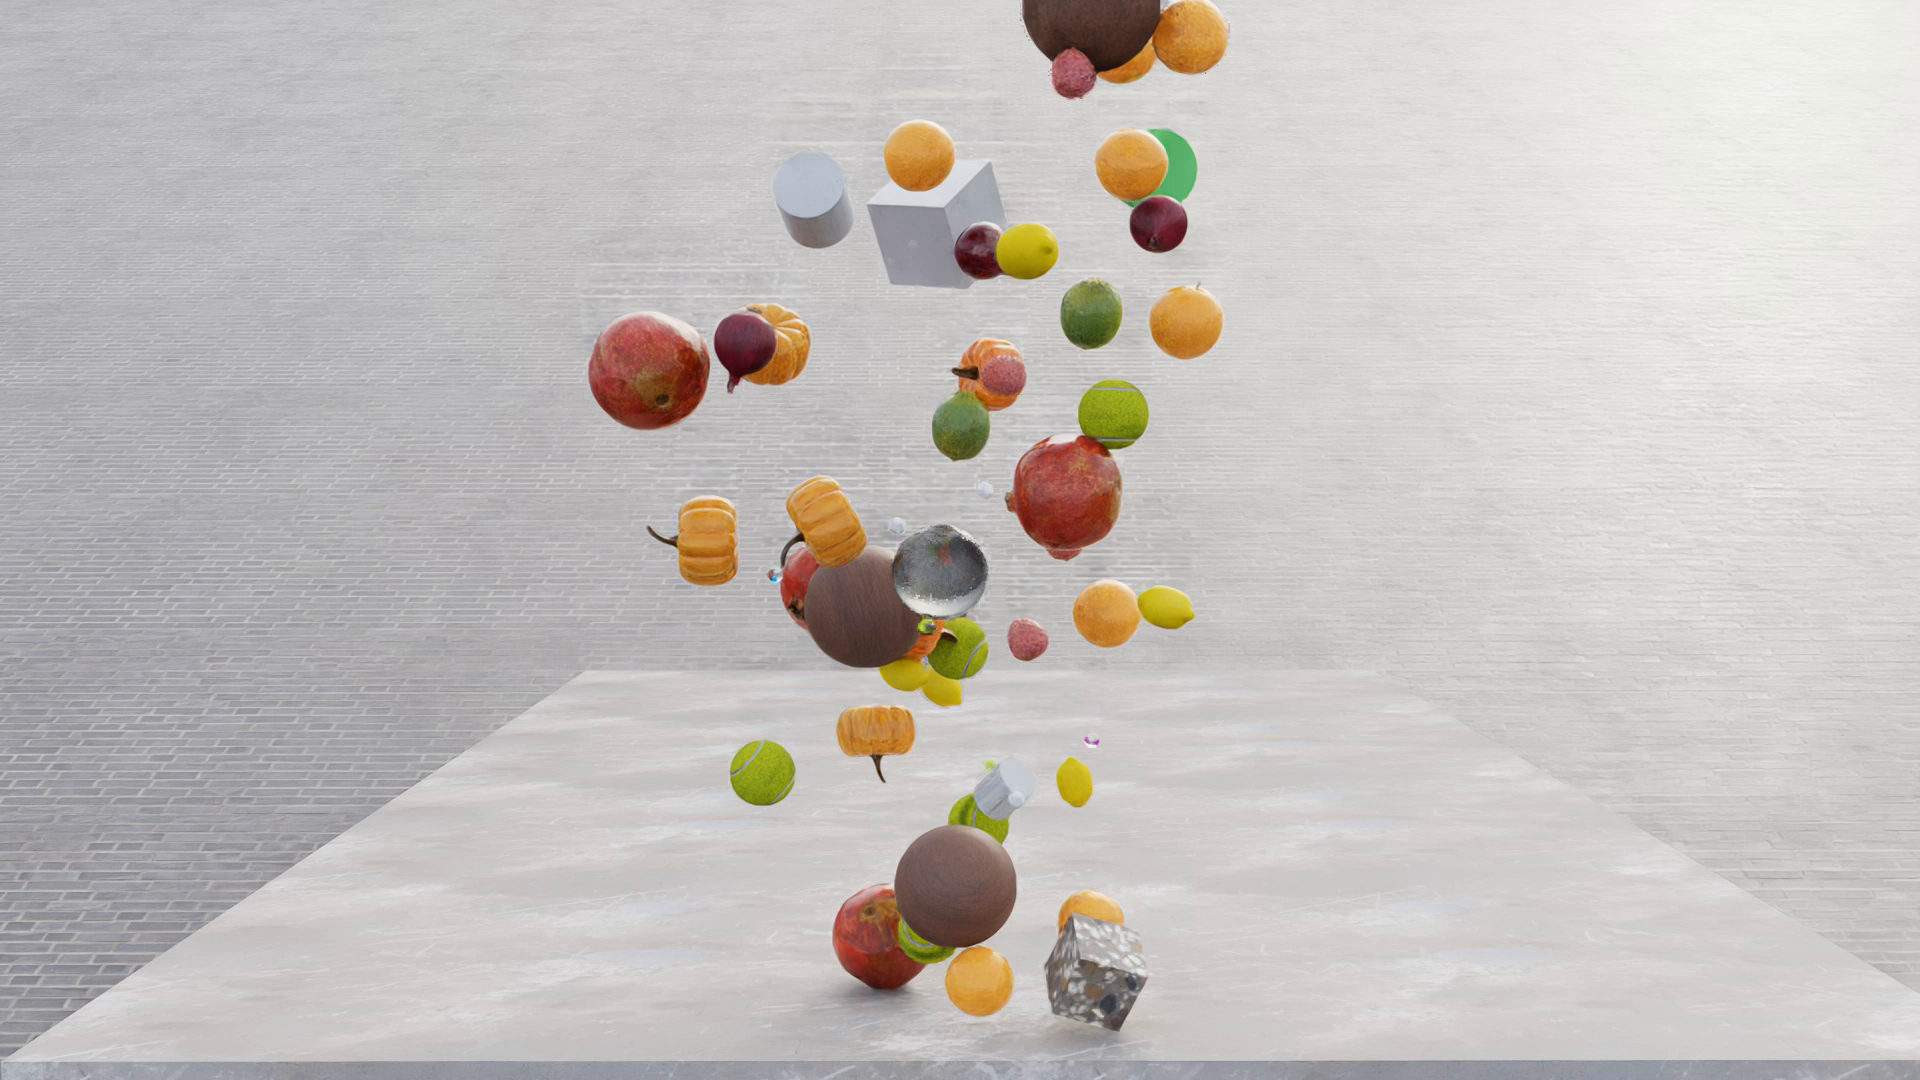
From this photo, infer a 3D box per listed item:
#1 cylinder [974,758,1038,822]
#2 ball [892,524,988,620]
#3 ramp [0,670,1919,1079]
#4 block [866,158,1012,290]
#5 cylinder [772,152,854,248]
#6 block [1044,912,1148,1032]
[{"bbox_3d":[0.050,0.276,2.846,0.051,0.051,0.051,26,39,-23],"label":"cylinder"},{"bbox_3d":[-0.019,0.032,2.518,0.095,0.095,0.095,0,23,0],"label":"ball"},{"bbox_3d":[0.052,0.472,4.536,2.000,0.100,4.000,0,3,0],"label":"ramp"},{"bbox_3d":[-0.021,-0.339,2.753,0.099,0.099,0.099,7,40,33],"label":"block"},{"bbox_3d":[-0.141,-0.327,2.480,0.069,0.069,0.069,3,-18,7],"label":"cylinder"},{"bbox_3d":[0.140,0.447,2.663,0.076,0.076,0.076,17,27,-14],"label":"block"}]
